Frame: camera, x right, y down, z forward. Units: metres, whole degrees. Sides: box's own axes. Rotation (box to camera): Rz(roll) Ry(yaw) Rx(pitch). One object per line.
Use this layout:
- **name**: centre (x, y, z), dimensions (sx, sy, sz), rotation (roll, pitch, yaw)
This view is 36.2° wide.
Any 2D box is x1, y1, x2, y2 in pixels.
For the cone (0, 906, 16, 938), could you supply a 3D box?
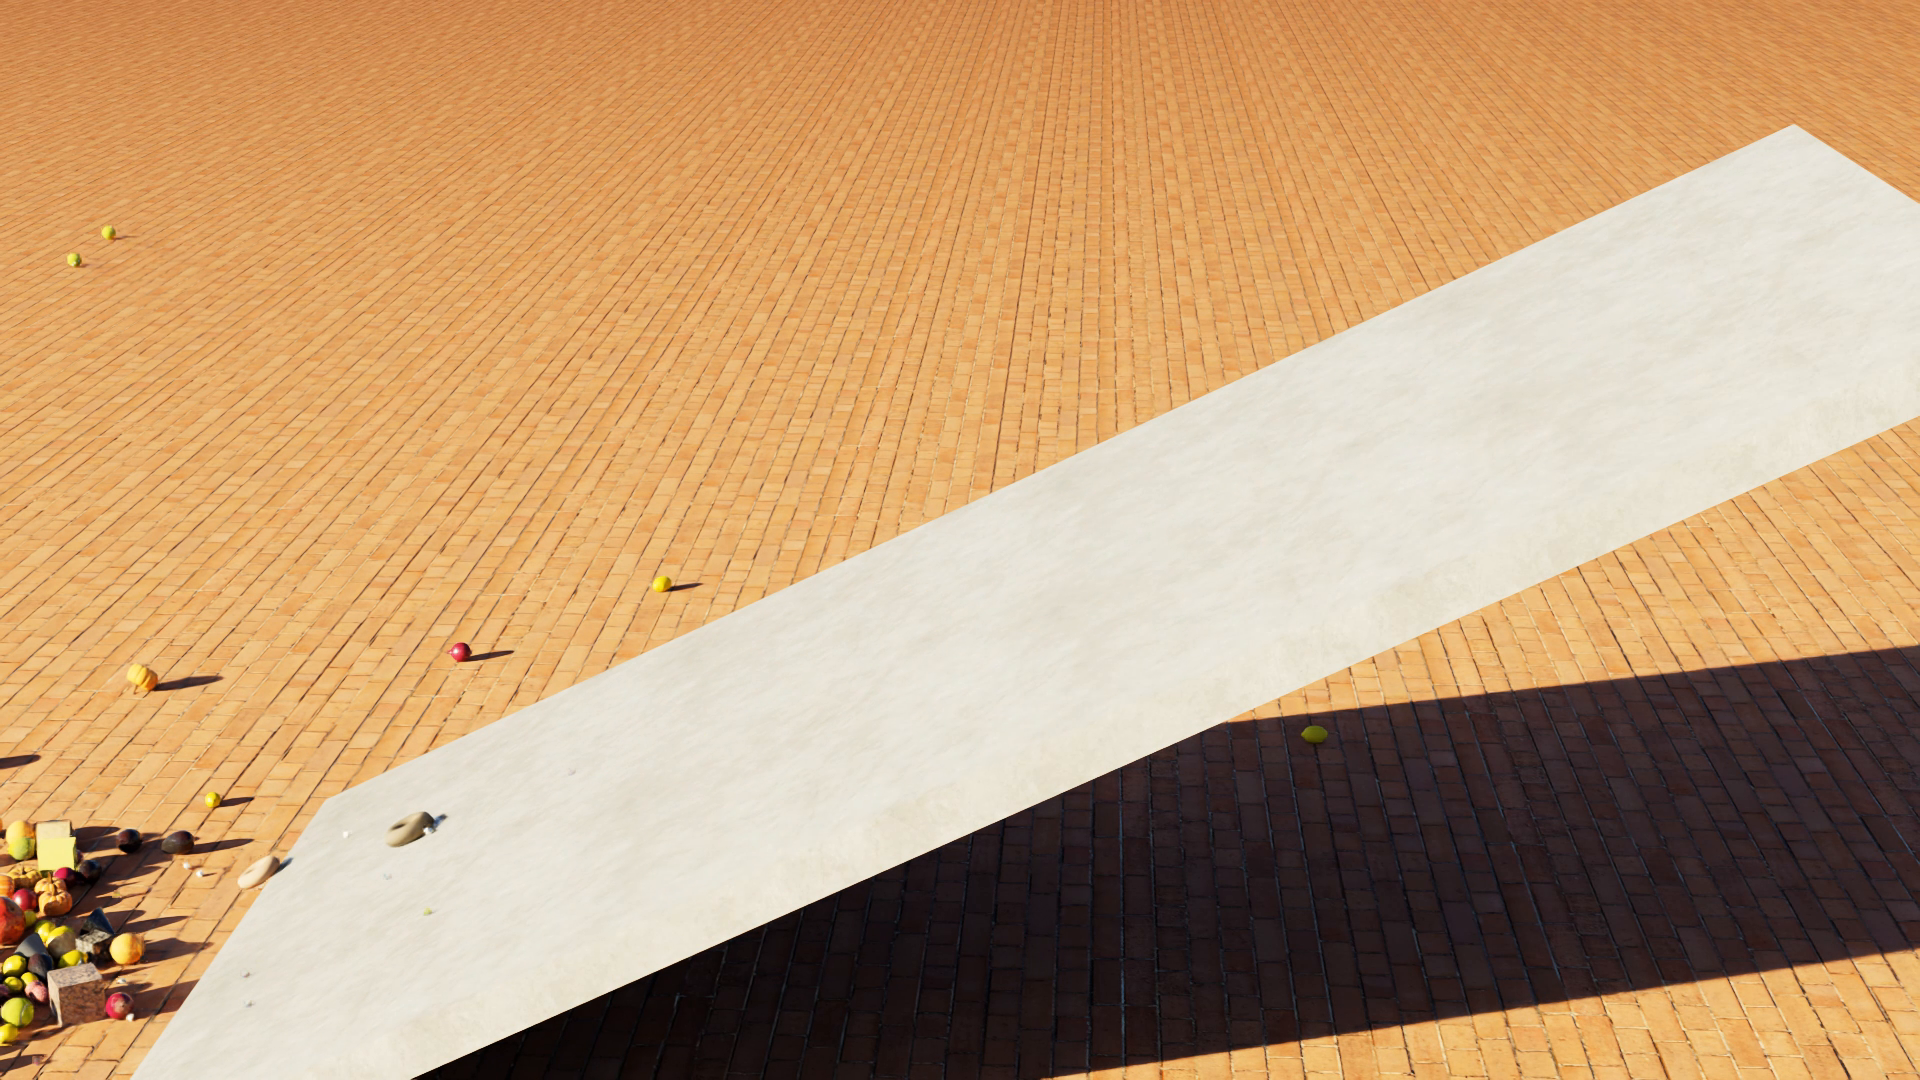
- **cone**: centre (-2.292, 0.881, 6.973), dimensions (0.097, 0.097, 0.097), rotation (0, 16, 0)

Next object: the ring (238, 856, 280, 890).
- **ring**: centre (-1.693, 0.803, 7.106), dimensions (0.111, 0.037, 0.111), rotation (-31, 13, 8)

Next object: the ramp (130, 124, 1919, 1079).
- **ramp**: centre (0.137, 0.168, 6.281), dimensions (4.000, 0.100, 2.000), rotation (-25, 14, 9)

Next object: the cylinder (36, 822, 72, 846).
- **cylinder**: centre (-2.290, 0.754, 7.441), dimensions (0.079, 0.079, 0.079), rotation (-4, 17, -11)

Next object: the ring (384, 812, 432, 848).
- **ring**: centre (-1.273, 0.668, 6.789), dimensions (0.121, 0.040, 0.121), rotation (-25, 12, 6)

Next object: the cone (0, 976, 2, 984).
- **cone**: centre (-2.227, 0.967, 6.694), dimensions (0.086, 0.086, 0.086), rotation (0, 16, 0)

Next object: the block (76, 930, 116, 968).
- **block**: centre (-2.003, 0.947, 6.812), dimensions (0.060, 0.060, 0.060), rotation (11, 20, 33)

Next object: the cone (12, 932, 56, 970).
- **cone**: centre (-2.115, 0.969, 6.770), dimensions (0.093, 0.093, 0.093), rotation (32, 25, 11)

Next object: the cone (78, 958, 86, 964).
- **cone**: centre (-1.999, 0.978, 6.701), dimensions (0.062, 0.062, 0.062), rotation (0, 16, 0)

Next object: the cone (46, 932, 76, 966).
- **cone**: centre (-2.064, 0.961, 6.811), dimensions (0.075, 0.075, 0.075), rotation (-16, 49, -43)

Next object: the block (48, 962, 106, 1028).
- **block**: centre (-1.959, 1.010, 6.524), dimensions (0.099, 0.099, 0.099), rotation (-9, 19, -29)

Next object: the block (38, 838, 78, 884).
- **block**: centre (-2.238, 0.794, 7.296), dimensions (0.083, 0.083, 0.083), rotation (-3, 17, -11)
